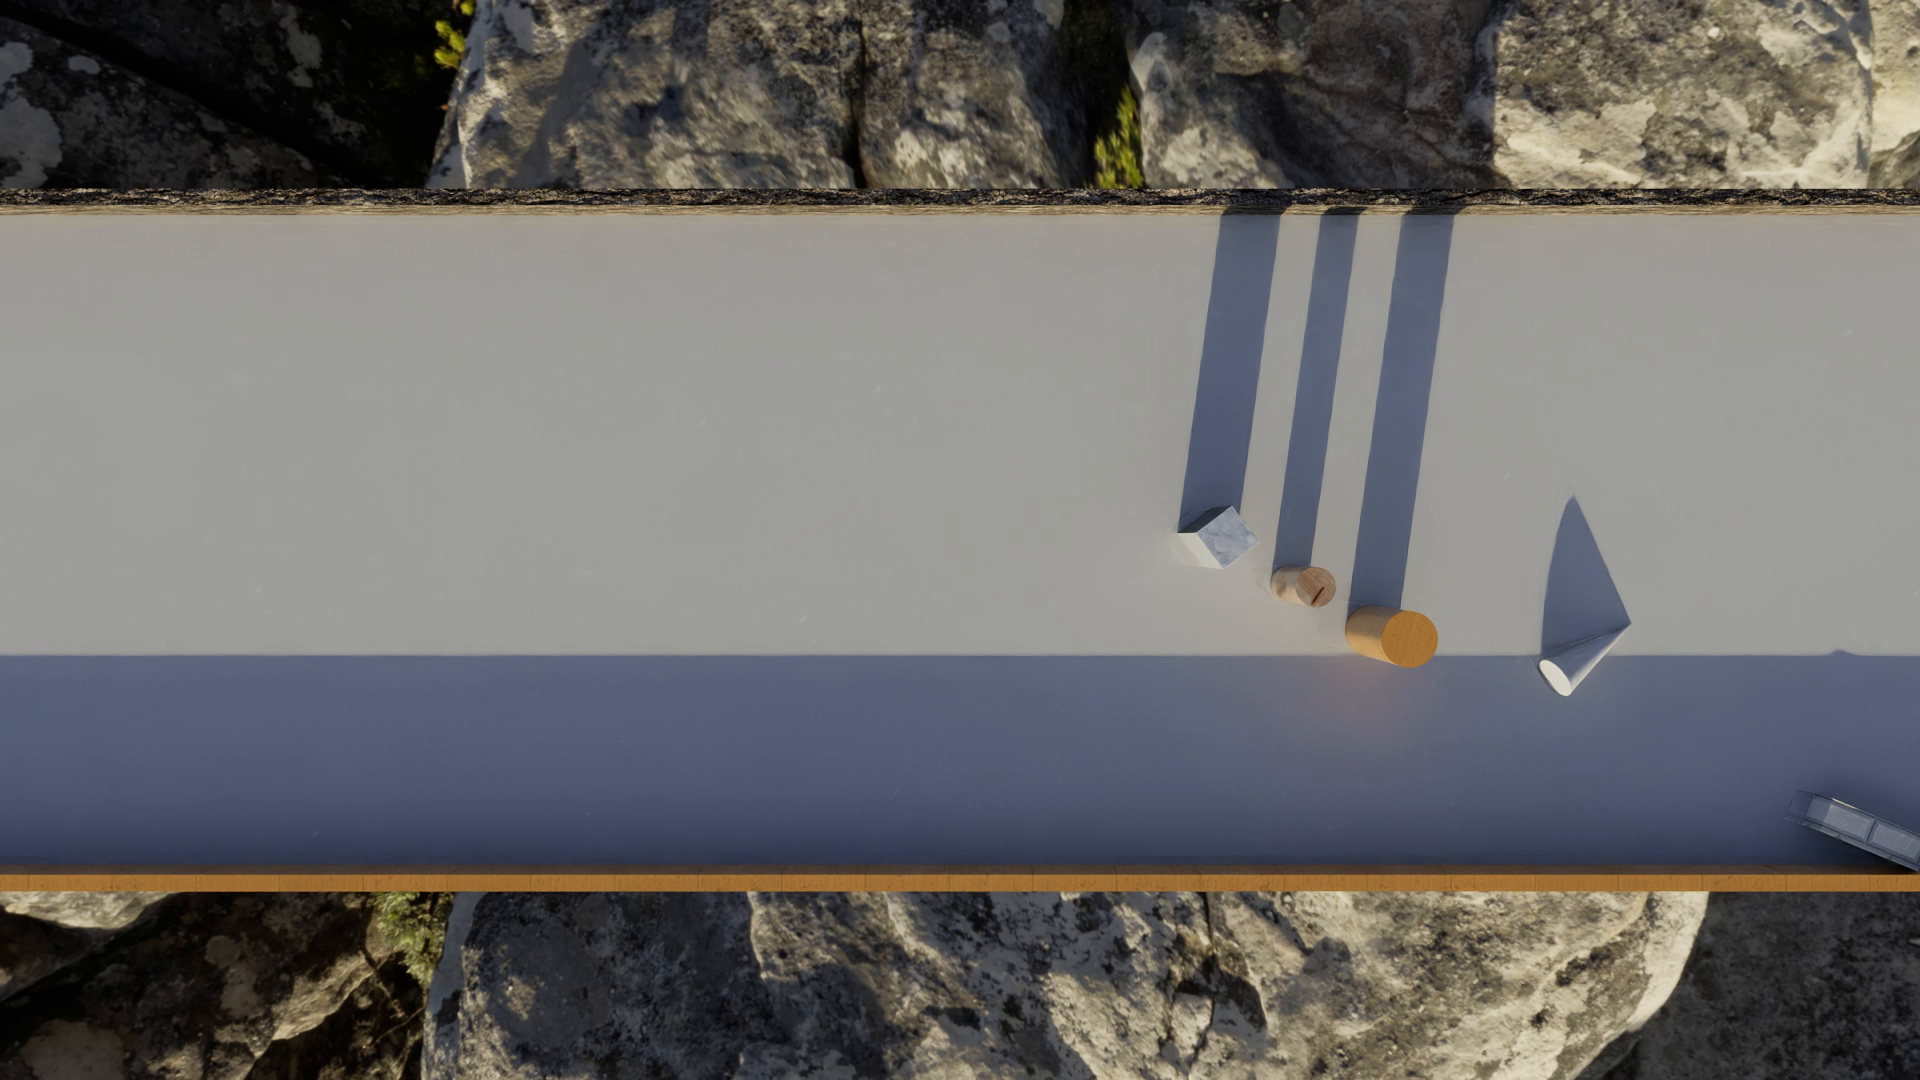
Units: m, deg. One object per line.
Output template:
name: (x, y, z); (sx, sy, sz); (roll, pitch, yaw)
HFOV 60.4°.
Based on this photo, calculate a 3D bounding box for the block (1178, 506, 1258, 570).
block: (0.759, -0.008, 4.877); (0.129, 0.399, 0.129); (-37, 90, 0)

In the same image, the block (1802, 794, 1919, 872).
block: (2.760, 0.889, 5.024); (0.320, 0.105, 0.105); (23, 90, 0)

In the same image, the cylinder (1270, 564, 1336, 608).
cylinder: (1.013, 0.134, 4.885); (0.116, 0.383, 0.116); (0, 90, 0)

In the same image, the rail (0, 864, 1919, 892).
rail: (-2.247, 1.025, 5.001); (12.000, 0.150, 0.050); (0, 90, 0)

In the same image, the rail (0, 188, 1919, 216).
rail: (-2.247, -1.025, 5.002); (12.000, 0.150, 0.050); (0, 90, 0)

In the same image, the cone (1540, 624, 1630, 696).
cone: (1.940, 0.338, 5.045); (0.313, 0.128, 0.128); (-32, 90, -12)

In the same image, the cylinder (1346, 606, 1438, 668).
cylinder: (1.265, 0.280, 4.858); (0.160, 0.437, 0.160); (0, 90, 0)
